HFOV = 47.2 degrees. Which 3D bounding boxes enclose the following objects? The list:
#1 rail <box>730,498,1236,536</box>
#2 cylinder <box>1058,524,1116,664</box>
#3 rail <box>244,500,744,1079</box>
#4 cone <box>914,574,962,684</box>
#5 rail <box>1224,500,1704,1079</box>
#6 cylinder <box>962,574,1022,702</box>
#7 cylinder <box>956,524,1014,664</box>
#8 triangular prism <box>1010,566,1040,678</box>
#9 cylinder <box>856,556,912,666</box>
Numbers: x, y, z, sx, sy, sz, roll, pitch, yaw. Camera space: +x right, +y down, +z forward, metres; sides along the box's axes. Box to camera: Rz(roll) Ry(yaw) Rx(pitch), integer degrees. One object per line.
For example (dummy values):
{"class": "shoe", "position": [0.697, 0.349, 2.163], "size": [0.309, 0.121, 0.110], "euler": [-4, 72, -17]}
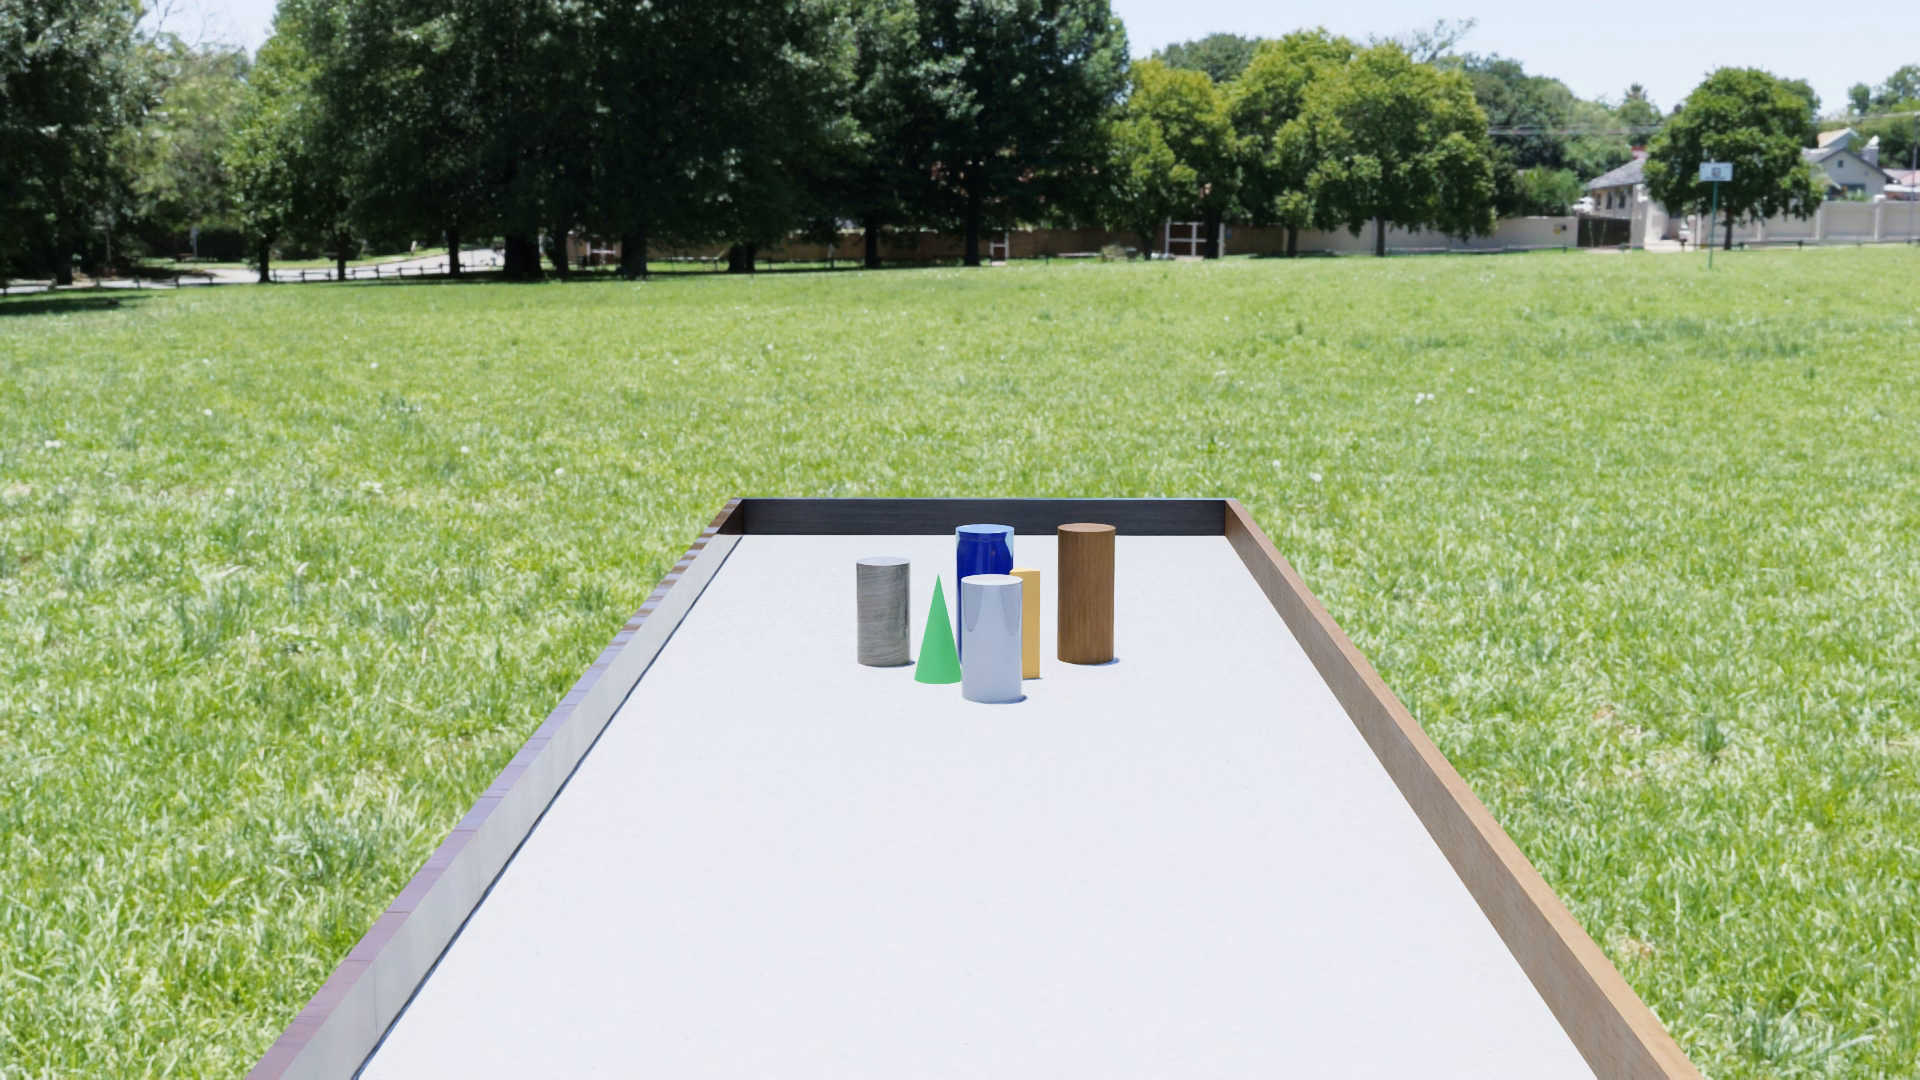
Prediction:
{"class": "rail", "position": [0.099, -0.098, 9.147], "size": [2.100, 0.150, 0.050], "euler": [0, 9, 1]}
{"class": "cylinder", "position": [0.383, 0.162, 6.693], "size": [0.174, 0.405, 0.174], "euler": [0, 9, 0]}
{"class": "rail", "position": [-1.004, 0.839, 3.234], "size": [0.050, 0.150, 12.000], "euler": [0, 9, 1]}
{"class": "cone", "position": [-0.063, 0.250, 6.417], "size": [0.144, 0.318, 0.144], "euler": [0, 9, 0]}
{"class": "rail", "position": [1.046, 0.843, 3.208], "size": [0.050, 0.150, 12.000], "euler": [0, 9, 1]}
{"class": "cylinder", "position": [0.090, 0.276, 6.197], "size": [0.172, 0.335, 0.172], "euler": [0, 9, 0]}
{"class": "cylinder", "position": [0.075, 0.167, 6.659], "size": [0.177, 0.407, 0.177], "euler": [0, 9, 0]}
{"class": "triangular prism", "position": [0.181, 0.242, 6.459], "size": [0.091, 0.319, 0.078], "euler": [-2, 9, -14]}
{"class": "cylinder", "position": [-0.231, 0.216, 6.661], "size": [0.165, 0.309, 0.165], "euler": [0, 9, 0]}
